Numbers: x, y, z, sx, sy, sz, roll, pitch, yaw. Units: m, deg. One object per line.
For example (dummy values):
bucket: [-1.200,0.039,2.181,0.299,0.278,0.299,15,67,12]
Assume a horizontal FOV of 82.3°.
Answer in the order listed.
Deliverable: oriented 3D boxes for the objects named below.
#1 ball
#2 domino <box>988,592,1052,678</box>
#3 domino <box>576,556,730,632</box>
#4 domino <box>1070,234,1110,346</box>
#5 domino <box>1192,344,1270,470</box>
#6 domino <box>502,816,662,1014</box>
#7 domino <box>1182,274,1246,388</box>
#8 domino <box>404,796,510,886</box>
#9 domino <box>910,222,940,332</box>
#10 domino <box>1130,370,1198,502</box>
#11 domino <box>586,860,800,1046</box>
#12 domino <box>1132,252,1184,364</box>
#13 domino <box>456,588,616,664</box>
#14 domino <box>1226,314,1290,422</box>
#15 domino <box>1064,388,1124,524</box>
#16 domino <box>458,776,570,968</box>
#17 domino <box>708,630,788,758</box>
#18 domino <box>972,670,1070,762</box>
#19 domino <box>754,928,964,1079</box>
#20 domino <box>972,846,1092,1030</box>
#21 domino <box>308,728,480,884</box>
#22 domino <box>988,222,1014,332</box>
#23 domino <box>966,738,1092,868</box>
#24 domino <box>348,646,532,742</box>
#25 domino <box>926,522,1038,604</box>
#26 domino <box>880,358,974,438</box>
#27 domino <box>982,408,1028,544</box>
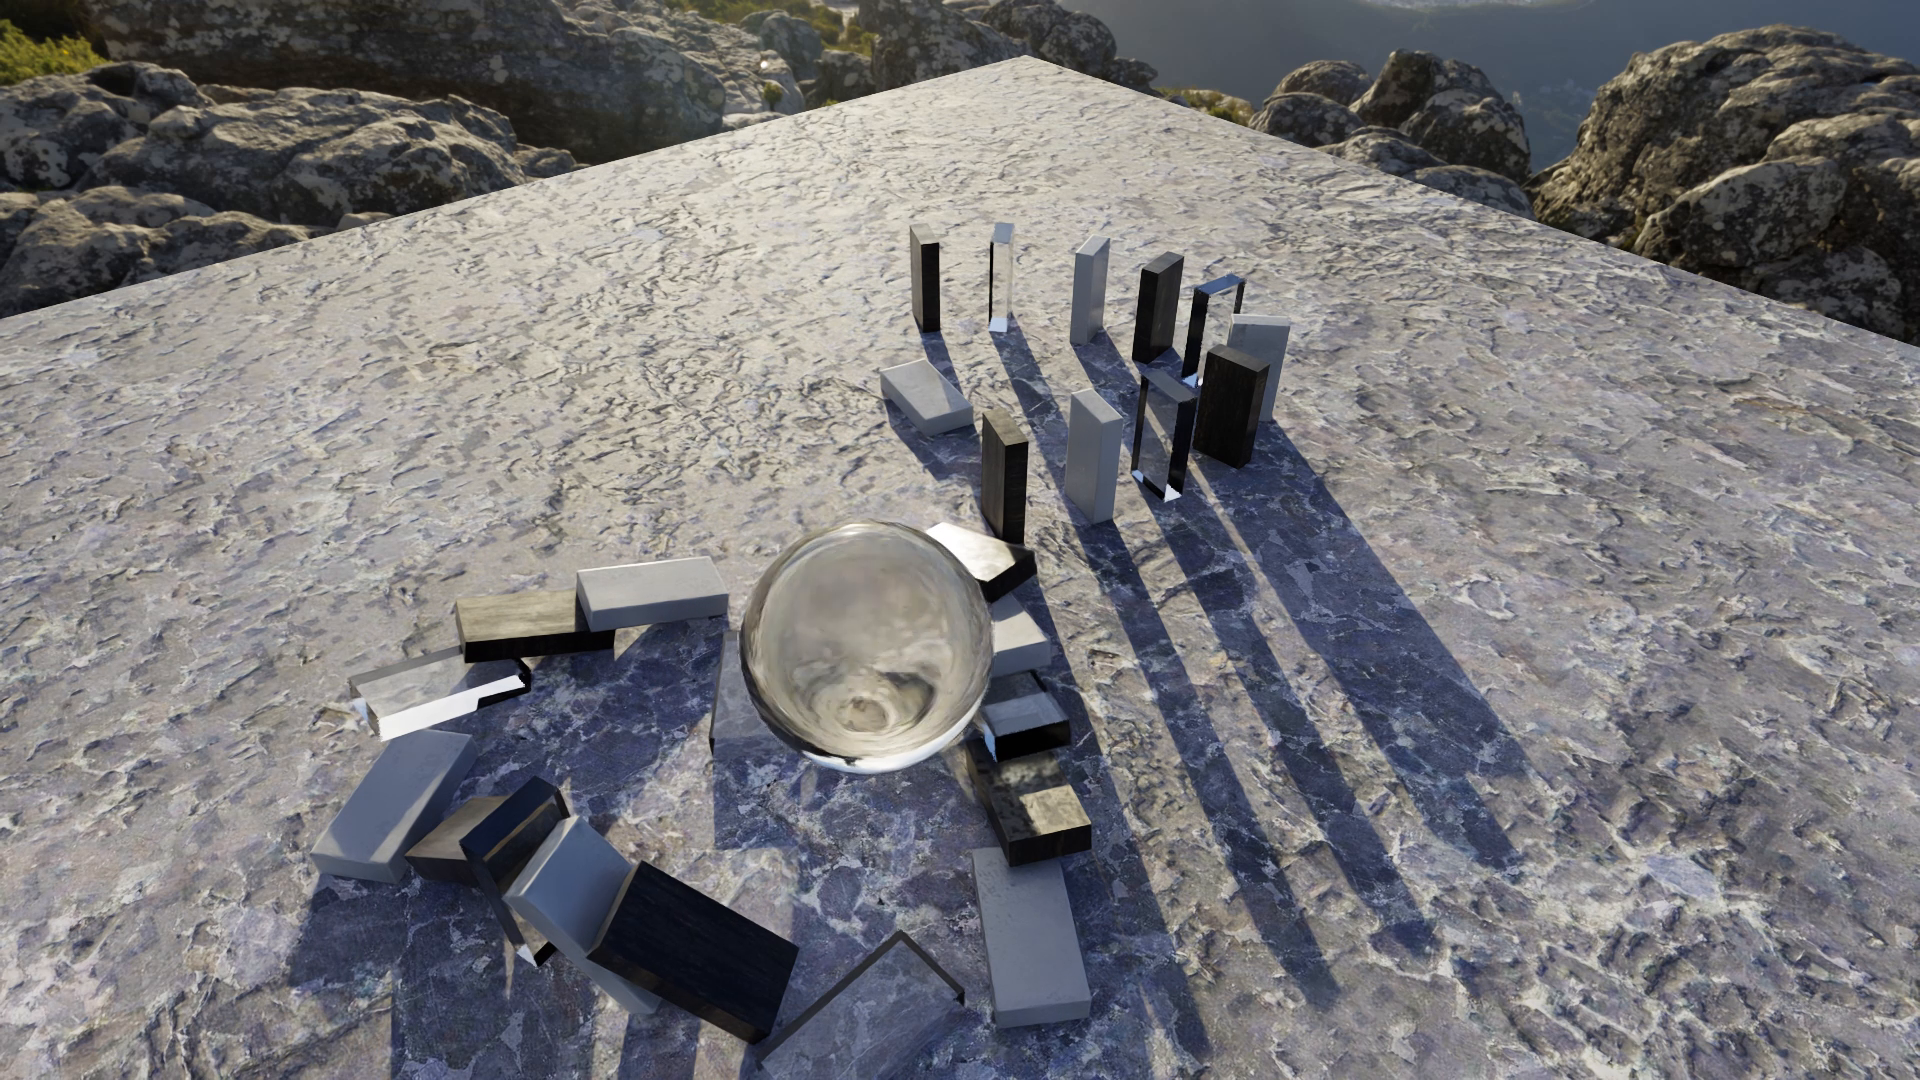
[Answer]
ball: [-0.029,0.033,0.347,0.080,0.080,0.080,0,39,0]
domino: [0.012,0.032,0.393,0.025,0.010,0.050,-11,24,-13]
domino: [-0.115,0.020,0.410,0.050,0.010,0.025,-7,38,-29]
domino: [0.067,-0.129,0.569,0.010,0.050,0.025,17,42,19]
domino: [0.118,-0.058,0.482,0.025,0.050,0.009,32,49,33]
domino: [-0.094,0.100,0.292,0.009,0.050,0.025,-19,28,34]
domino: [0.123,-0.102,0.536,0.025,0.050,0.009,-26,46,-28]
domino: [-0.138,0.086,0.317,0.050,0.010,0.025,-14,23,44]
domino: [-0.018,-0.138,0.580,0.010,0.050,0.025,-10,40,-12]
domino: [0.086,-0.044,0.465,0.009,0.050,0.025,-19,43,-22]
domino: [-0.069,0.109,0.289,0.050,0.009,0.025,35,39,-14]
domino: [0.099,-0.117,0.554,0.009,0.050,0.025,27,46,29]
domino: [-0.153,0.030,0.396,0.050,0.010,0.025,-4,36,-31]
domino: [0.135,-0.079,0.508,0.025,0.050,0.010,4,39,5]
domino: [0.055,-0.034,0.453,0.010,0.050,0.025,-16,42,-19]
domino: [-0.115,0.091,0.300,0.009,0.050,0.025,19,43,26]
domino: [-0.071,0.052,0.380,0.025,0.010,0.050,-2,39,-3]
domino: [0.016,0.054,0.368,0.025,0.009,0.050,-11,26,-13]
domino: [-0.025,0.128,0.287,0.050,0.010,0.025,-32,49,-33]
domino: [0.019,0.110,0.310,0.025,0.009,0.050,-5,40,-6]
domino: [-0.175,0.082,0.344,0.025,0.010,0.050,6,40,7]
domino: [0.022,-0.139,0.581,0.009,0.050,0.025,6,40,7]
domino: [0.020,0.078,0.339,0.025,0.010,0.050,-9,27,-11]
domino: [-0.176,0.049,0.374,0.050,0.010,0.025,-18,41,-43]
domino: [0.002,0.008,0.423,0.025,0.010,0.050,-32,34,-34]
domino: [-0.016,-0.069,0.527,0.025,0.010,0.050,-19,43,-21]
domino: [0.018,-0.025,0.442,0.009,0.050,0.025,-13,41,-15]
